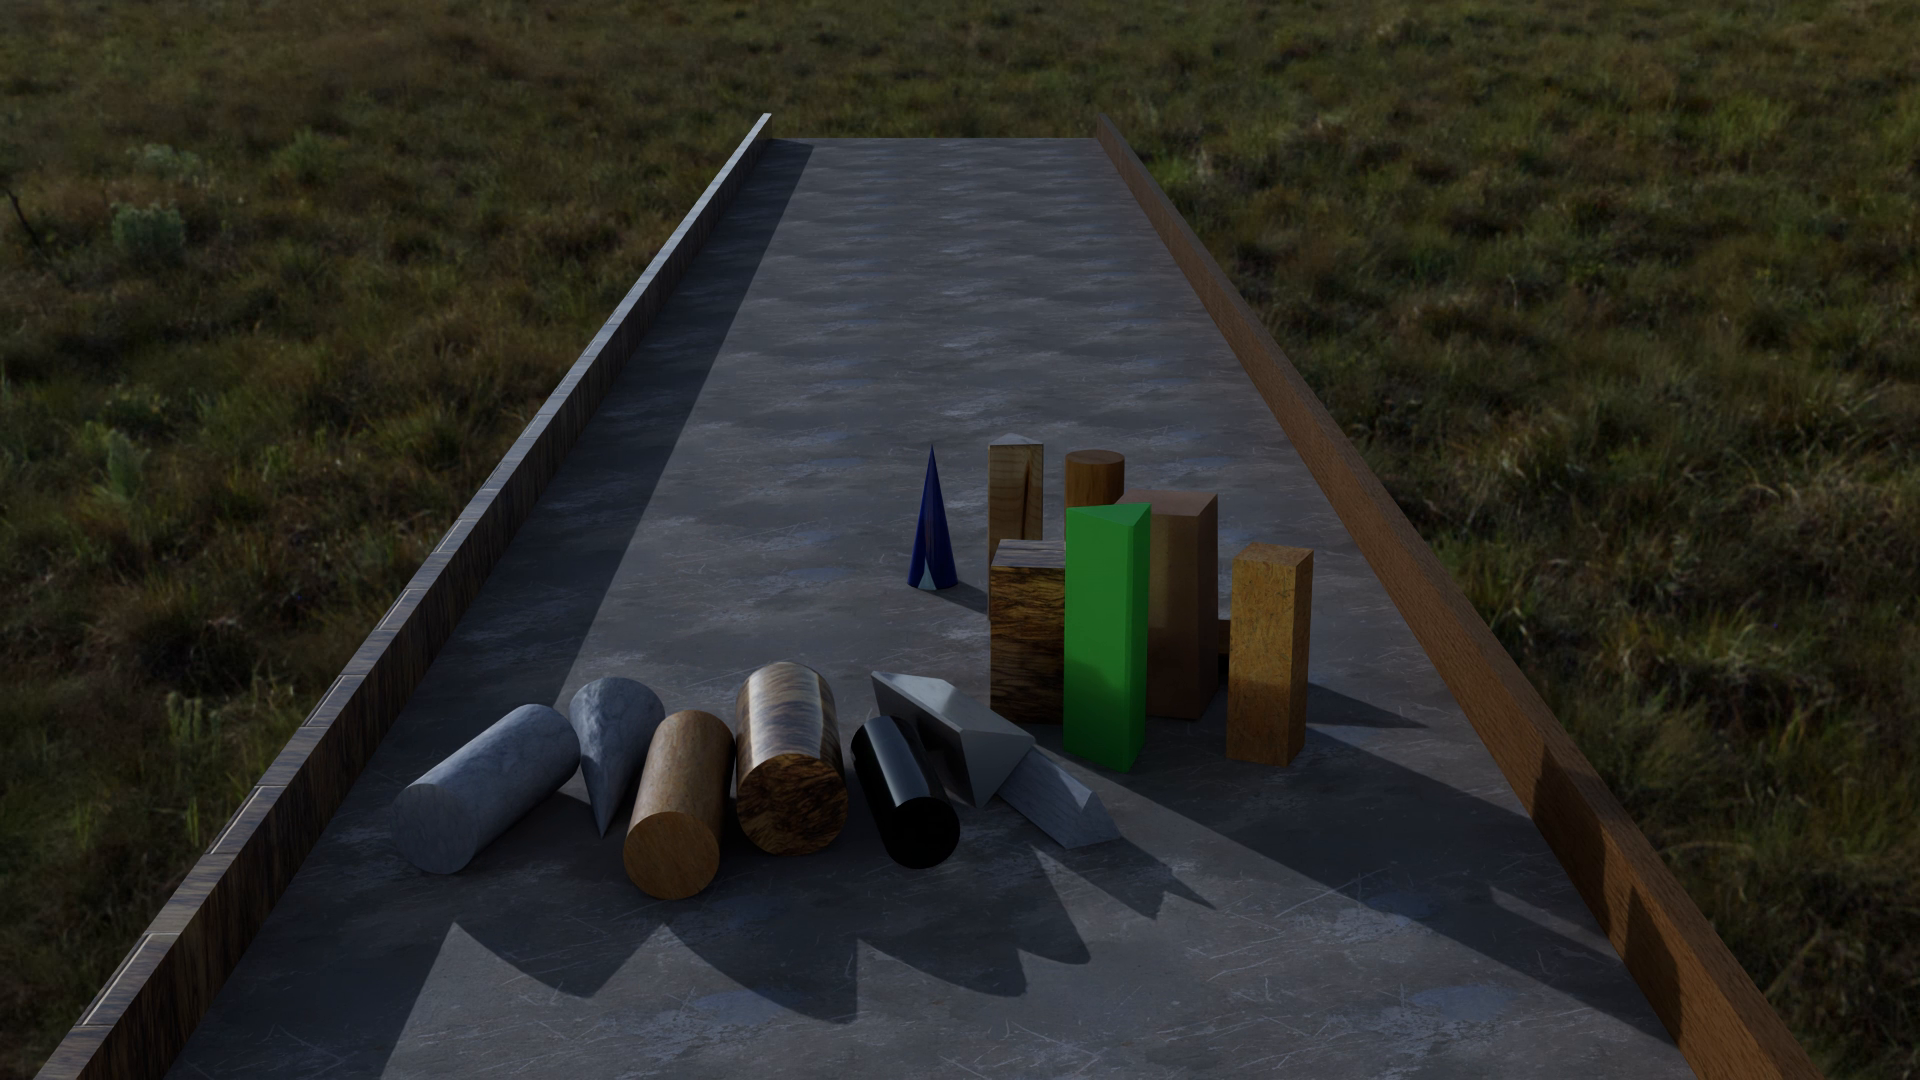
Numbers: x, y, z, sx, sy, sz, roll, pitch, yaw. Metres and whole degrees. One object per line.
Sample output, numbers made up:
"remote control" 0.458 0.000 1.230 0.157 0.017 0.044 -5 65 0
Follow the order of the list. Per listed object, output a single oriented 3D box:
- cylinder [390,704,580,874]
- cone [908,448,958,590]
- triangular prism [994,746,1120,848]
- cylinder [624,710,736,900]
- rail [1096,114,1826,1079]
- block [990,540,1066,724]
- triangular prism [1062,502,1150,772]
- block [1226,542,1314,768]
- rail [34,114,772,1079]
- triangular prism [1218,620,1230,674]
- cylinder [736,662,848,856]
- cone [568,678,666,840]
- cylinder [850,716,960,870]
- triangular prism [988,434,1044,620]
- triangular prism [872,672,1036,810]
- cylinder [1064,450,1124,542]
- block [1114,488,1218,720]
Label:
"cylinder" -0.772 0.403 3.604 0.154 0.154 0.361 5 17 16
"cone" -0.061 -0.059 4.866 0.115 0.319 0.115 0 17 0
"triangular prism" 0.130 0.398 3.723 0.104 0.090 0.390 -8 18 -25
"cylinder" -0.448 0.420 3.556 0.147 0.147 0.428 -1 17 -2
"rail" 0.932 -0.844 7.801 0.050 0.150 12.000 0 17 -1
"block" 0.152 0.171 4.119 0.172 0.304 0.172 2 17 7
"triangular prism" 0.285 0.164 3.886 0.132 0.451 0.153 -15 22 -41
"block" 0.548 0.202 3.896 0.113 0.371 0.113 7 18 24
"rail" -1.118 -0.838 7.780 0.050 0.150 12.000 0 17 -1
"triangular prism" 0.456 0.196 4.320 0.418 0.092 0.107 3 -22 11
"cylinder" -0.288 0.361 3.702 0.178 0.178 0.431 -2 17 -6
"cone" -0.595 0.401 3.731 0.171 0.171 0.352 -1 30 -4
"cylinder" -0.094 0.411 3.629 0.123 0.123 0.358 -3 17 -11
"triangular prism" 0.111 -0.029 4.653 0.114 0.383 0.099 -2 17 -5
"triangular prism" -0.038 0.315 3.812 0.153 0.132 0.324 -50 32 -8
"cylinder" 0.267 0.031 4.406 0.117 0.408 0.117 0 17 0
"block" 0.384 0.117 4.135 0.170 0.391 0.170 3 17 19
